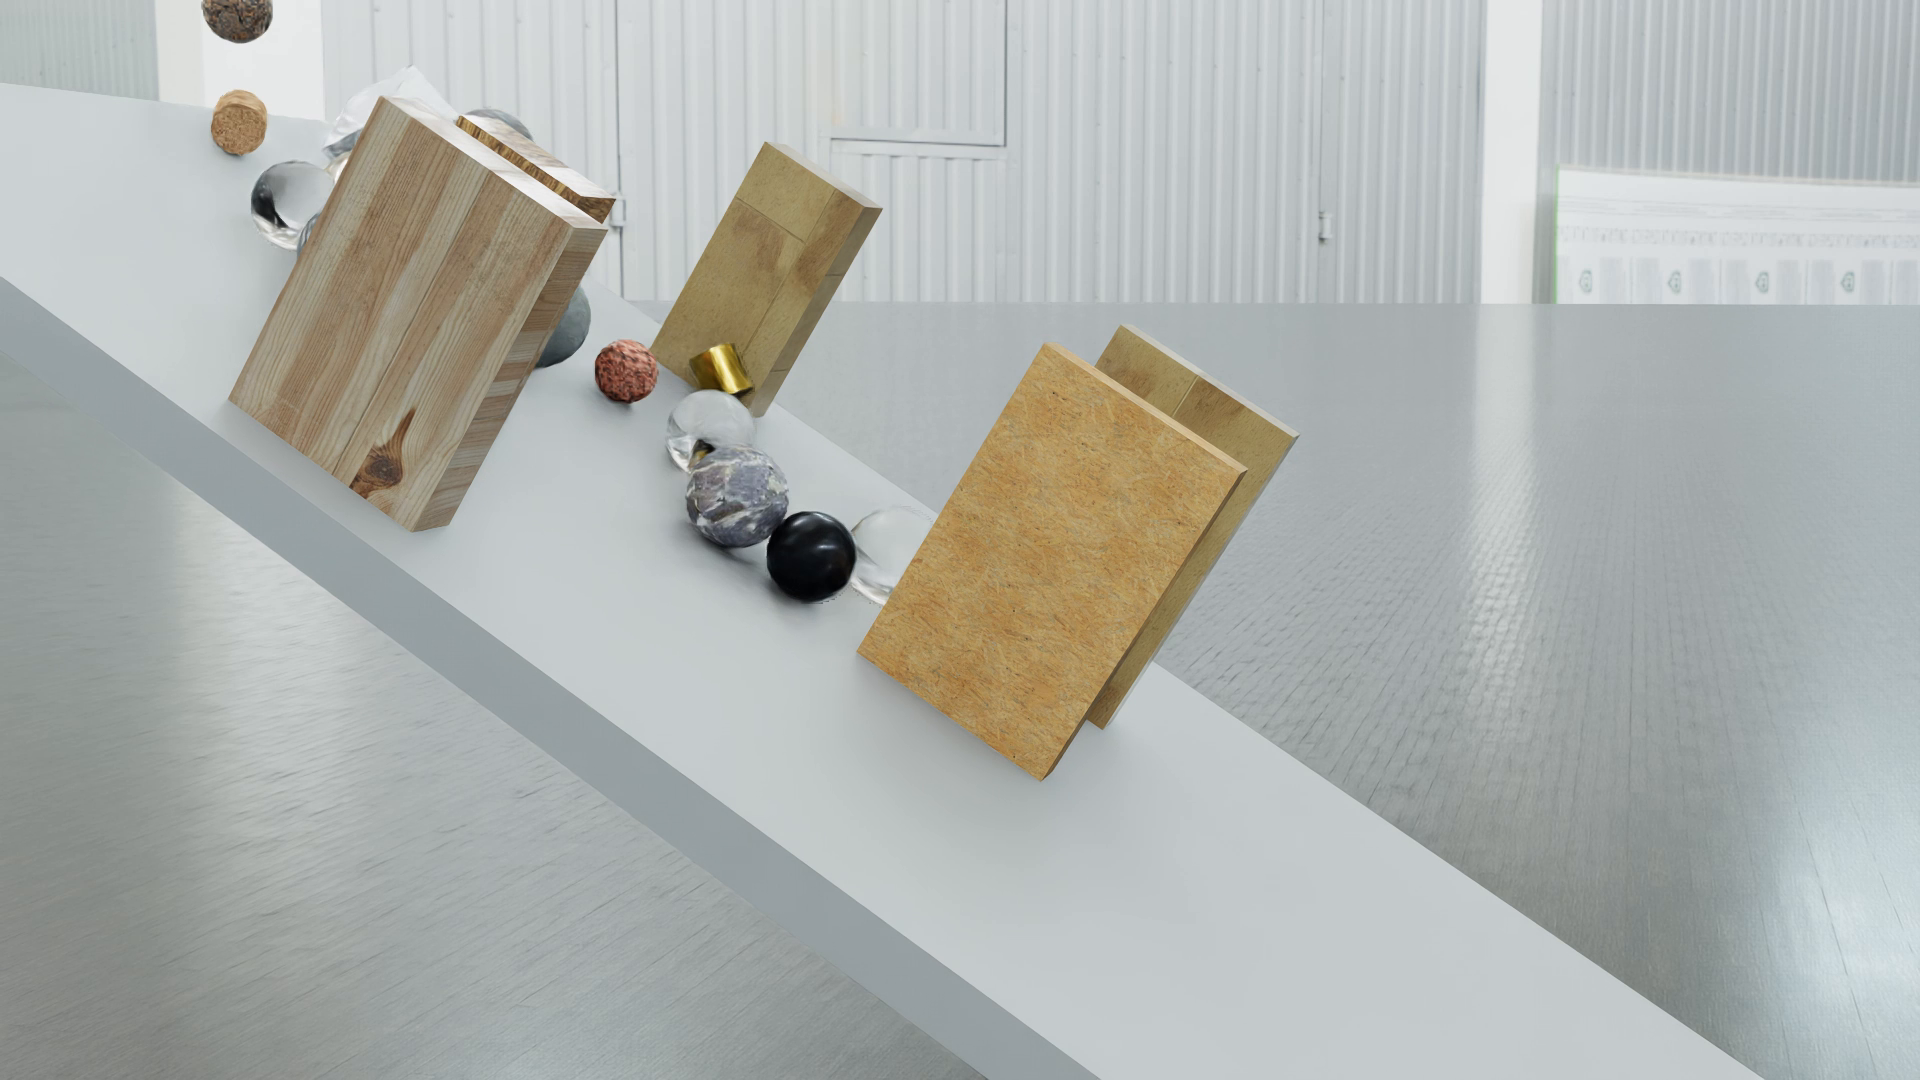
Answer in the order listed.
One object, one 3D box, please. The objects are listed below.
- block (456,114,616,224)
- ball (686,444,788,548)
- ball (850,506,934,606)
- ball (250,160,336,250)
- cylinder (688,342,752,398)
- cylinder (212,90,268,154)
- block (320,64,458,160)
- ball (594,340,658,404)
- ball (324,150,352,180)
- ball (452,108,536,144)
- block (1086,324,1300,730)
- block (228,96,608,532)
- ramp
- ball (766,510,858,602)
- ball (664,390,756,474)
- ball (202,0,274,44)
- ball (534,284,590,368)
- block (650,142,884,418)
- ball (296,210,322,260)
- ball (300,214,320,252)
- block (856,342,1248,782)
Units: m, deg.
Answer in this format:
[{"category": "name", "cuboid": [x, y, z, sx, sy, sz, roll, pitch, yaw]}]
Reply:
[{"category": "block", "cuboid": [-0.863, -0.486, 3.952, 0.272, 0.466, 0.138, 34, 15, 11]}, {"category": "ball", "cuboid": [-0.413, -0.081, 4.076, 0.191, 0.191, 0.191, 0, 7, 0]}, {"category": "ball", "cuboid": [-0.128, 0.032, 4.267, 0.195, 0.195, 0.195, 0, 7, 0]}, {"category": "ball", "cuboid": [-1.271, -0.641, 4.216, 0.172, 0.172, 0.172, 0, 7, 0]}, {"category": "cylinder", "cuboid": [-0.527, -0.363, 4.839, 0.108, 0.108, 0.108, -23, -2, -1]}, {"category": "cylinder", "cuboid": [-1.512, -0.877, 4.616, 0.108, 0.108, 0.108, -2, 27, -14]}, {"category": "block", "cuboid": [-1.216, -0.865, 4.747, 0.191, 0.191, 0.191, -19, 40, 28]}, {"category": "ball", "cuboid": [-0.685, -0.345, 4.509, 0.130, 0.130, 0.130, 0, 7, 0]}, {"category": "ball", "cuboid": [-1.201, -0.694, 4.465, 0.204, 0.204, 0.204, 0, 7, 0]}, {"category": "ball", "cuboid": [-0.998, -0.806, 4.648, 0.209, 0.209, 0.209, 0, 7, 0]}, {"category": "block", "cuboid": [0.309, -0.025, 4.342, 0.399, 0.693, 0.089, 34, 15, 11]}, {"category": "block", "cuboid": [-0.840, -0.346, 3.393, 0.377, 0.544, 0.111, 34, 15, 11]}, {"category": "ramp", "cuboid": [-0.149, 0.247, 4.110, 4.000, 0.100, 2.000, 34, 15, 11]}, {"category": "ball", "cuboid": [-0.273, 0.030, 4.042, 0.168, 0.168, 0.168, 0, 7, 0]}, {"category": "ball", "cuboid": [-0.494, -0.209, 4.352, 0.178, 0.178, 0.178, 0, 7, 0]}, {"category": "ball", "cuboid": [-1.491, -1.098, 4.541, 0.142, 0.142, 0.142, 0, 7, 0]}, {"category": "ball", "cuboid": [-0.841, -0.448, 4.376, 0.209, 0.209, 0.209, 0, 7, 0]}, {"category": "block", "cuboid": [-0.438, -0.578, 4.920, 0.271, 0.552, 0.126, 34, 15, 11]}, {"category": "ball", "cuboid": [-1.112, -0.519, 4.021, 0.194, 0.194, 0.194, 0, 7, 0]}, {"category": "ball", "cuboid": [-1.074, -0.506, 3.835, 0.147, 0.147, 0.147, 0, 7, 0]}, {"category": "block", "cuboid": [0.156, 0.039, 3.898, 0.409, 0.660, 0.080, 34, 15, 11]}]
